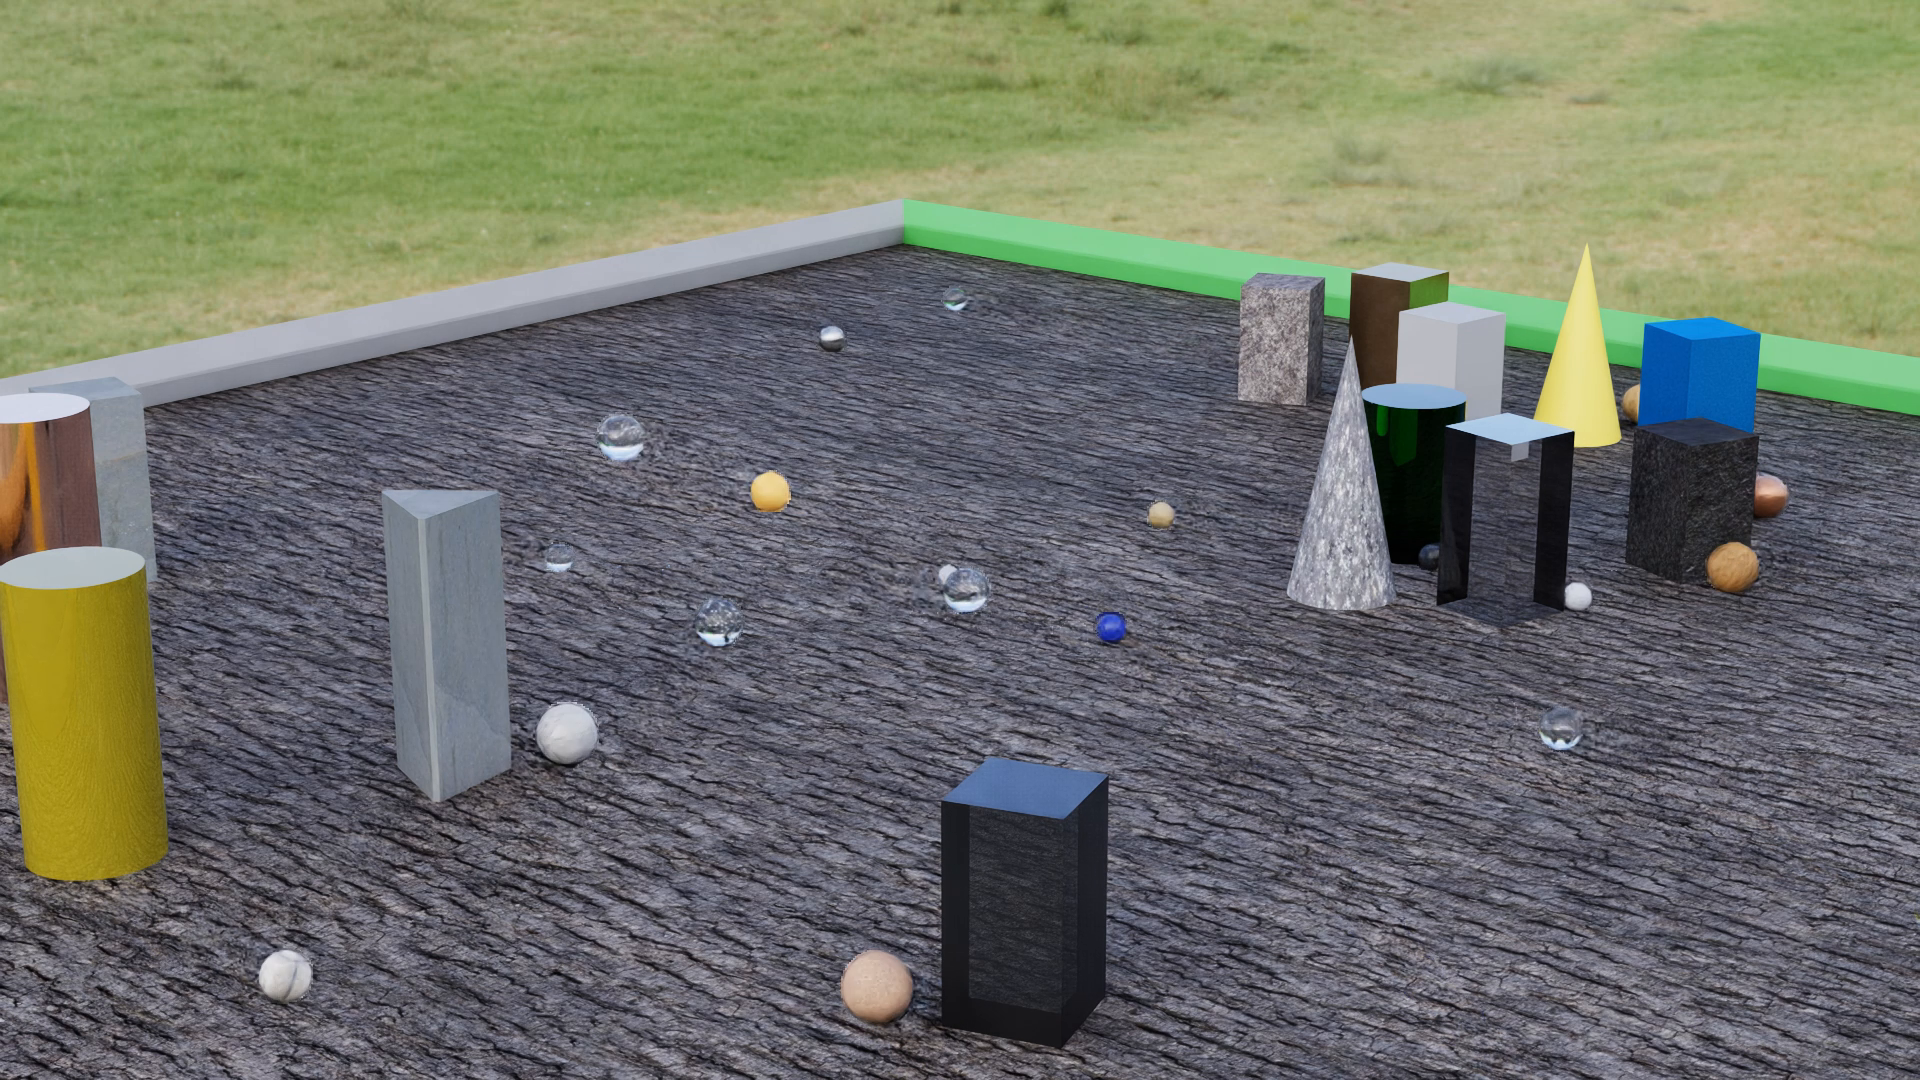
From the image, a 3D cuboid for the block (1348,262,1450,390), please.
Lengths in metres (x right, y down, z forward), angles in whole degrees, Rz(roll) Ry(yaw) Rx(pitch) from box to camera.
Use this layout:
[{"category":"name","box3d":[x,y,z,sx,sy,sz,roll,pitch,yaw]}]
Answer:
[{"category":"block","box3d":[0.961,-0.450,6.441,0.153,0.283,0.153,15,22,40]}]

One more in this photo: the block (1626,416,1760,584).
[{"category":"block","box3d":[1.307,-0.072,5.241,0.153,0.253,0.153,-9,19,-26]}]

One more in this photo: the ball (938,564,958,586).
[{"category":"ball","box3d":[-0.019,0.064,5.159,0.041,0.041,0.041,0,17,0]}]

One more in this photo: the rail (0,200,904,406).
[{"category":"rail","box3d":[-1.650,-0.383,6.492,0.045,0.124,4.602,14,22,39]}]

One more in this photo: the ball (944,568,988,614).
[{"category":"ball","box3d":[0.010,0.087,5.021,0.078,0.078,0.078,0,17,0]}]

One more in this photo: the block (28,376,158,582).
[{"category":"block","box3d":[-1.530,-0.098,5.176,0.153,0.341,0.153,-11,20,-31]}]

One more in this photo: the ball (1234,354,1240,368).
[{"category":"ball","box3d":[0.651,-0.408,6.715,0.045,0.045,0.045,0,17,0]}]

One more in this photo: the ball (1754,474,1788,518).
[{"category":"ball","box3d":[1.534,-0.084,5.579,0.081,0.081,0.081,0,17,0]}]

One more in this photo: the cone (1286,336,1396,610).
[{"category":"cone","box3d":[0.668,-0.129,5.066,0.191,0.464,0.191,0,17,0]}]

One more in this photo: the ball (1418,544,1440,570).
[{"category":"ball","box3d":[0.844,0.031,5.261,0.046,0.046,0.046,0,17,0]}]

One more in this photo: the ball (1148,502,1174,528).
[{"category":"ball","box3d":[0.378,-0.046,5.507,0.050,0.050,0.050,0,17,0]}]

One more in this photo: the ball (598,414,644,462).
[{"category":"ball","box3d":[-0.689,-0.207,5.961,0.096,0.096,0.096,0,17,0]}]

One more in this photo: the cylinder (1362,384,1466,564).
[{"category":"cylinder","box3d":[0.820,-0.122,5.344,0.191,0.290,0.191,0,17,0]}]

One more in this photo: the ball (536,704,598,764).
[{"category":"ball","box3d":[-0.582,0.287,4.336,0.090,0.090,0.090,0,17,0]}]

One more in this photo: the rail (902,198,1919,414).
[{"category":"rail","box3d":[1.493,-0.466,6.767,4.417,0.124,0.045,14,22,39]}]

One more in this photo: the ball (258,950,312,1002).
[{"category":"ball","box3d":[-0.823,0.531,3.575,0.062,0.062,0.062,0,17,0]}]

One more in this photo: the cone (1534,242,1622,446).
[{"category":"cone","box3d":[1.295,-0.418,6.112,0.191,0.413,0.191,0,17,0]}]

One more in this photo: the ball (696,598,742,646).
[{"category":"ball","box3d":[-0.399,0.137,4.854,0.078,0.078,0.078,0,17,0]}]

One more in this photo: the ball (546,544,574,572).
[{"category":"ball","box3d":[-0.717,0.032,5.248,0.050,0.050,0.050,0,17,0]}]

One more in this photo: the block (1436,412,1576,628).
[{"category":"block","box3d":[0.930,-0.035,5.003,0.153,0.321,0.153,-12,21,-35]}]

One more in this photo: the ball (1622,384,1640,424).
[{"category":"ball","box3d":[1.455,-0.289,6.253,0.085,0.085,0.085,0,17,0]}]

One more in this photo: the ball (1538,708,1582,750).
[{"category":"ball","box3d":[0.900,0.283,4.393,0.064,0.064,0.064,0,17,0]}]

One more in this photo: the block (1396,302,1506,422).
[{"category":"block","box3d":[1.006,-0.327,6.028,0.153,0.287,0.153,-14,22,-39]}]

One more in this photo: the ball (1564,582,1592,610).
[{"category":"ball","box3d":[1.060,0.097,5.036,0.049,0.049,0.049,0,17,0]}]

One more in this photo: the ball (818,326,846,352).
[{"category":"ball","box3d":[-0.301,-0.472,6.896,0.063,0.063,0.063,0,17,0]}]

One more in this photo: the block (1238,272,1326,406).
[{"category":"block","box3d":[0.710,-0.445,6.471,0.153,0.256,0.153,6,18,19]}]

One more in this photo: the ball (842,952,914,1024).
[{"category":"ball","box3d":[-0.098,0.537,3.517,0.085,0.085,0.085,0,17,0]}]

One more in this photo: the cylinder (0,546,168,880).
[{"category":"cylinder","box3d":[-1.183,0.233,3.961,0.191,0.410,0.191,0,17,0]}]

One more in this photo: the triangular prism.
[{"category":"triangular prism","box3d":[-0.767,0.142,4.240,0.143,0.423,0.166,10,19,30]}]

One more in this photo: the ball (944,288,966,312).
[{"category":"ball","box3d":[-0.012,-0.600,7.332,0.056,0.056,0.056,0,17,0]}]

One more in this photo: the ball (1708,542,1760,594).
[{"category":"ball","box3d":[1.352,0.048,5.128,0.089,0.089,0.089,0,17,0]}]

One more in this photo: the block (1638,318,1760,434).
[{"category":"block","box3d":[1.397,-0.226,5.568,0.153,0.360,0.153,-6,18,-20]}]

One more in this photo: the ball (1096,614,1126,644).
[{"category":"ball","box3d":[0.250,0.147,4.869,0.049,0.049,0.049,0,17,0]}]

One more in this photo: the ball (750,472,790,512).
[{"category":"ball","box3d":[-0.364,-0.092,5.617,0.075,0.075,0.075,0,17,0]}]

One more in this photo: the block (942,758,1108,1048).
[{"category":"block","box3d":[0.078,0.432,3.510,0.153,0.290,0.153,7,18,22]}]

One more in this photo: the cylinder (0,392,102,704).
[{"category":"cylinder","box3d":[-1.447,0.014,4.605,0.191,0.457,0.191,0,17,0]}]
